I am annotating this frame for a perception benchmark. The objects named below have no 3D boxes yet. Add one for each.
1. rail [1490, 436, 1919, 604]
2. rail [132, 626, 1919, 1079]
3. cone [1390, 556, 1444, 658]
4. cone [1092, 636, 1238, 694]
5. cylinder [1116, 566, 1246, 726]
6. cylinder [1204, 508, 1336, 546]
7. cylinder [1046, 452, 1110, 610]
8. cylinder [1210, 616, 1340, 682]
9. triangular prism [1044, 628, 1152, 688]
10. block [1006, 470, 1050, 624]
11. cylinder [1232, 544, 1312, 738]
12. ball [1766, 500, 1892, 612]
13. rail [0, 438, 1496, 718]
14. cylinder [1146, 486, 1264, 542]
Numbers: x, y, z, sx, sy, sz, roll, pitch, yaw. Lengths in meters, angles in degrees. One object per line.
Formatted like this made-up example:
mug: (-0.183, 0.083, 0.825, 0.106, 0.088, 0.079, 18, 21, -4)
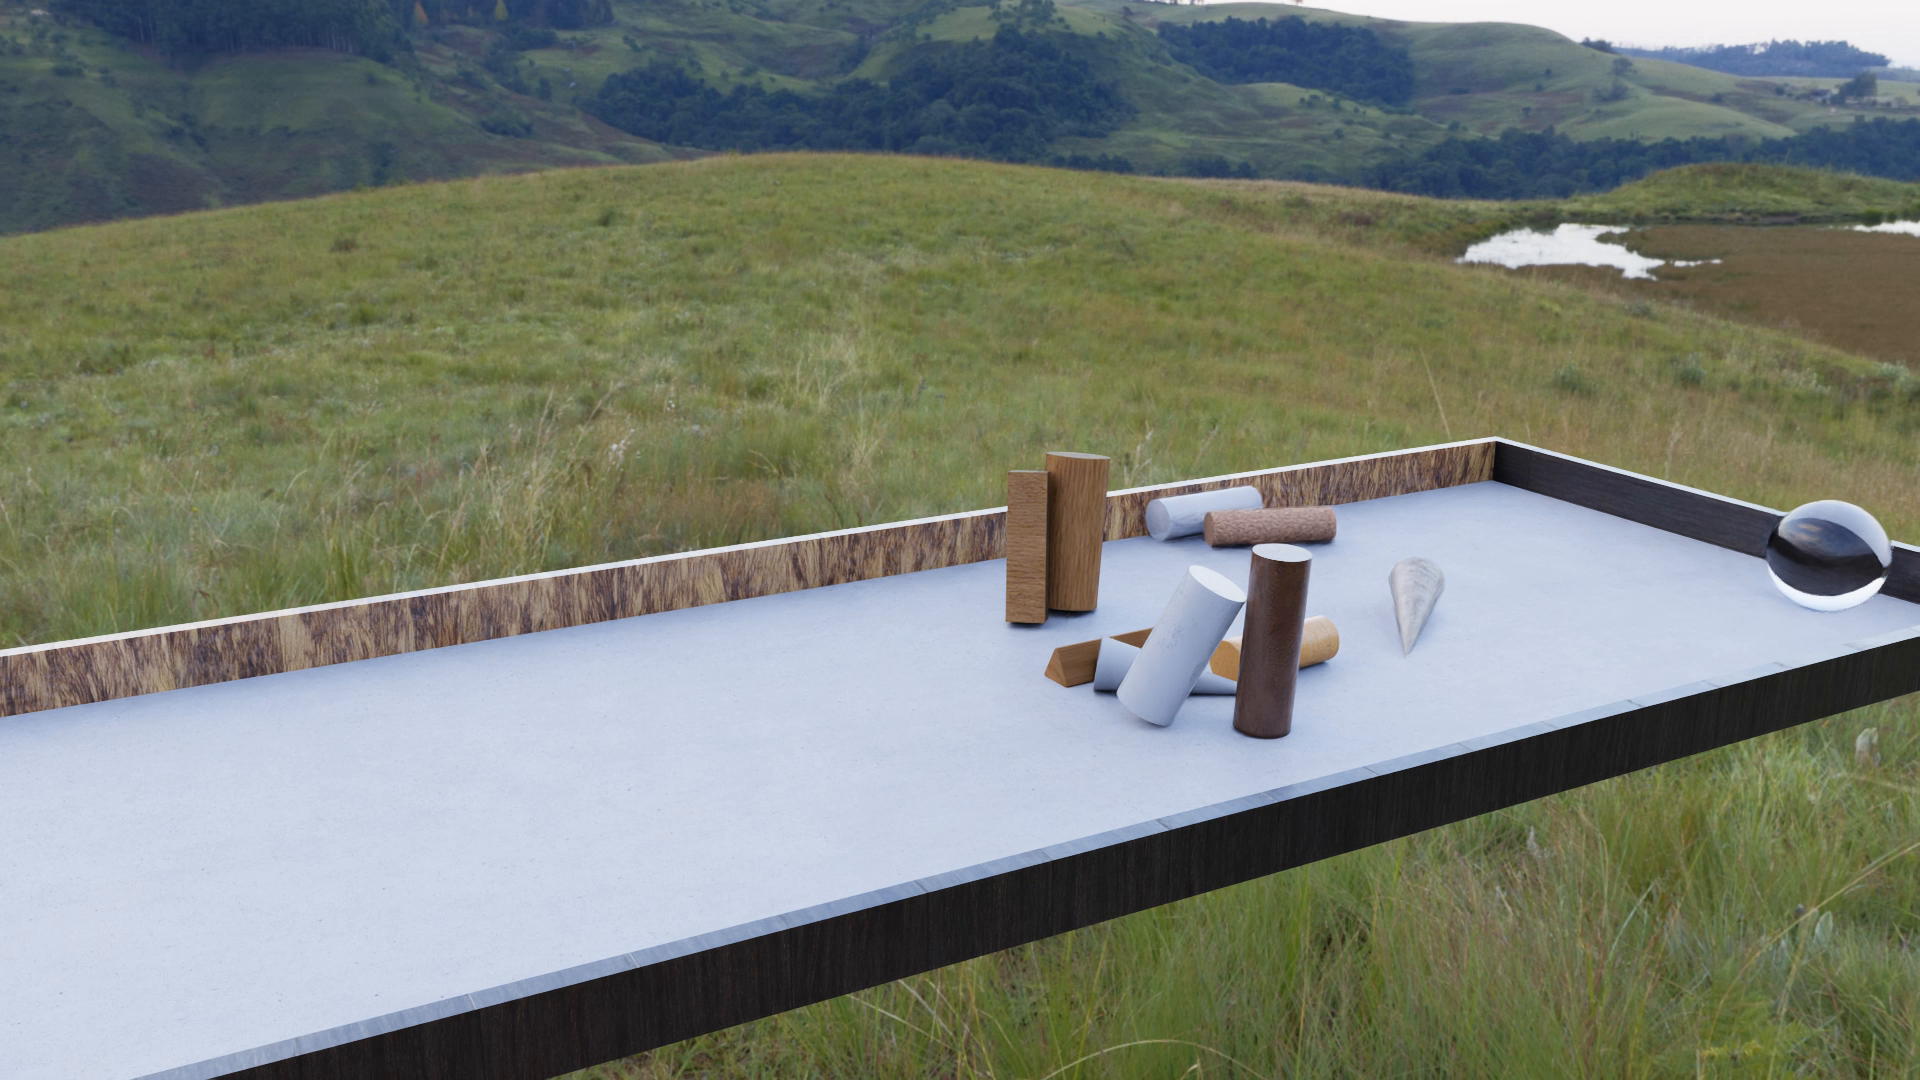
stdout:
rail: (2.466, -0.048, 5.253, 0.050, 0.150, 2.100, -9, 18, -27)
rail: (-2.336, 1.006, 1.665, 12.000, 0.150, 0.050, -9, 18, -27)
cone: (1.230, 0.213, 4.494, 0.154, 0.154, 0.455, 5, 27, 17)
cone: (0.563, 0.344, 4.063, 0.452, 0.137, 0.137, 10, 17, 4)
cylinder: (0.514, 0.246, 3.840, 0.150, 0.352, 0.150, 24, 20, -9)
cylinder: (0.998, -0.043, 5.306, 0.406, 0.110, 0.110, -2, 17, -8)
cylinder: (0.315, -0.027, 4.648, 0.179, 0.426, 0.179, 4, 8, -1)
cylinder: (0.800, 0.281, 4.185, 0.340, 0.119, 0.119, -11, 20, -33)
triangular prism: (0.432, 0.280, 4.239, 0.447, 0.087, 0.101, -9, 19, -29)
block: (0.188, 0.017, 4.544, 0.108, 0.410, 0.108, 1, 5, 8)
cylinder: (0.717, 0.232, 3.792, 0.135, 0.429, 0.135, 3, 17, -1)
ball: (2.445, 0.044, 4.645, 0.315, 0.315, 0.315, 0, 16, 0)
rail: (-3.305, 0.497, 3.399, 12.000, 0.150, 0.050, -9, 18, -27)
cylinder: (0.803, -0.088, 5.414, 0.374, 0.136, 0.136, -9, 18, -27)
